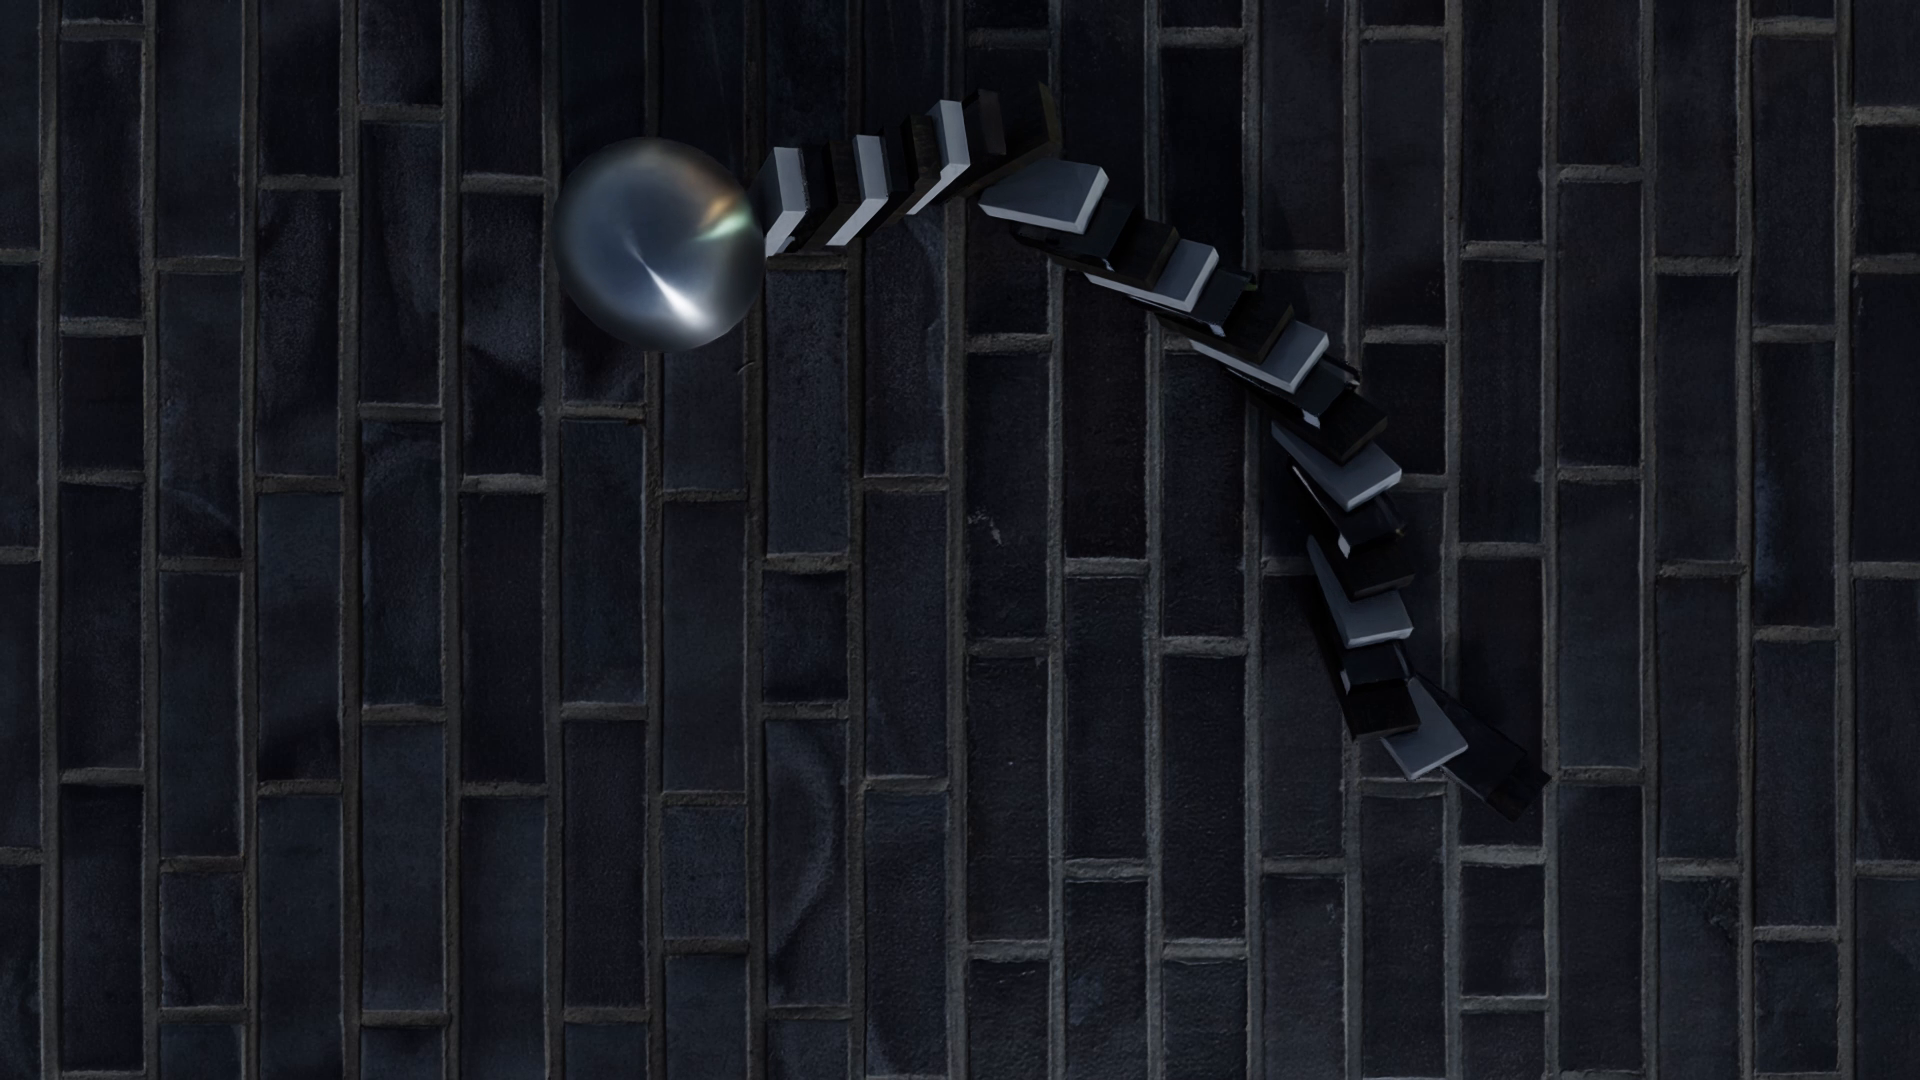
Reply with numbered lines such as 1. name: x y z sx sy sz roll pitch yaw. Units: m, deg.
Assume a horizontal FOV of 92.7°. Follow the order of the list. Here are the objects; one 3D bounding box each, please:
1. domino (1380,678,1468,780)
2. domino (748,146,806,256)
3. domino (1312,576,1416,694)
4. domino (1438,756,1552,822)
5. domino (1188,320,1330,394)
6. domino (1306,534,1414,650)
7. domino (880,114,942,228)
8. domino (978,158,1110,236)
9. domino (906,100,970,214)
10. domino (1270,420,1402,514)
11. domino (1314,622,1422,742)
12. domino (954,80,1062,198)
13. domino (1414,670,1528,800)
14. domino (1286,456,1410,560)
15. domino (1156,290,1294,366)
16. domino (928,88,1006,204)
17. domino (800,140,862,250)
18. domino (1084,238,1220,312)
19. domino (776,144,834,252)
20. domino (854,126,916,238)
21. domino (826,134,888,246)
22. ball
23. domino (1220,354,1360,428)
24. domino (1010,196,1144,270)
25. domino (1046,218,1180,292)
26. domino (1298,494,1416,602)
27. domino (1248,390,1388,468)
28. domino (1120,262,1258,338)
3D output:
1. domino: 0.183 0.071 0.381 0.025 0.010 0.050 -30 55 4
2. domino: -0.077 -0.137 0.376 0.009 0.050 0.025 -9 90 -27
3. domino: 0.167 0.037 0.382 0.025 0.009 0.050 -10 58 7
4. domino: 0.220 0.093 0.391 0.050 0.010 0.025 41 90 11
5. domino: 0.124 -0.083 0.382 0.050 0.010 0.025 36 90 33
6. domino: 0.166 0.019 0.382 0.025 0.009 0.050 -12 58 6
7. domino: -0.025 -0.150 0.376 0.009 0.050 0.025 -8 90 -27
8. domino: 0.034 -0.145 0.383 0.050 0.009 0.025 25 90 32
9. domino: -0.014 -0.156 0.376 0.009 0.050 0.025 -8 90 -29
10. domino: 0.156 -0.037 0.382 0.025 0.009 0.050 -31 56 0
11. domino: 0.169 0.056 0.381 0.025 0.009 0.050 -12 58 7
12. domino: 0.017 -0.165 0.380 0.050 0.009 0.025 -14 85 37
13. domino: 0.204 0.081 0.382 0.025 0.010 0.050 -48 61 1
14. domino: 0.161 -0.019 0.382 0.025 0.009 0.050 -21 56 0
15. domino: 0.110 -0.094 0.382 0.050 0.010 0.025 33 90 33
16. domino: -0.001 -0.160 0.377 0.009 0.050 0.025 -8 89 -34
17. domino: -0.055 -0.140 0.376 0.010 0.050 0.025 -9 90 -27
18. domino: 0.079 -0.115 0.383 0.050 0.009 0.025 28 90 33
19. domino: -0.066 -0.139 0.376 0.010 0.050 0.025 -9 90 -27
20. domino: -0.035 -0.145 0.376 0.010 0.050 0.025 -8 90 -27
21. domino: -0.045 -0.142 0.376 0.009 0.050 0.025 -8 90 -27
22. ball: -0.117 -0.115 0.360 0.080 0.080 0.080 0 90 0
23. domino: 0.137 -0.070 0.382 0.025 0.010 0.050 -49 56 -1
24. domino: 0.048 -0.132 0.383 0.050 0.009 0.025 28 90 32
25. domino: 0.063 -0.123 0.383 0.050 0.010 0.025 28 90 32
26. domino: 0.164 -0.001 0.382 0.025 0.009 0.050 -17 57 2
27. domino: 0.148 -0.055 0.382 0.025 0.009 0.050 -42 56 -1
28. domino: 0.095 -0.105 0.382 0.050 0.010 0.025 31 90 33
